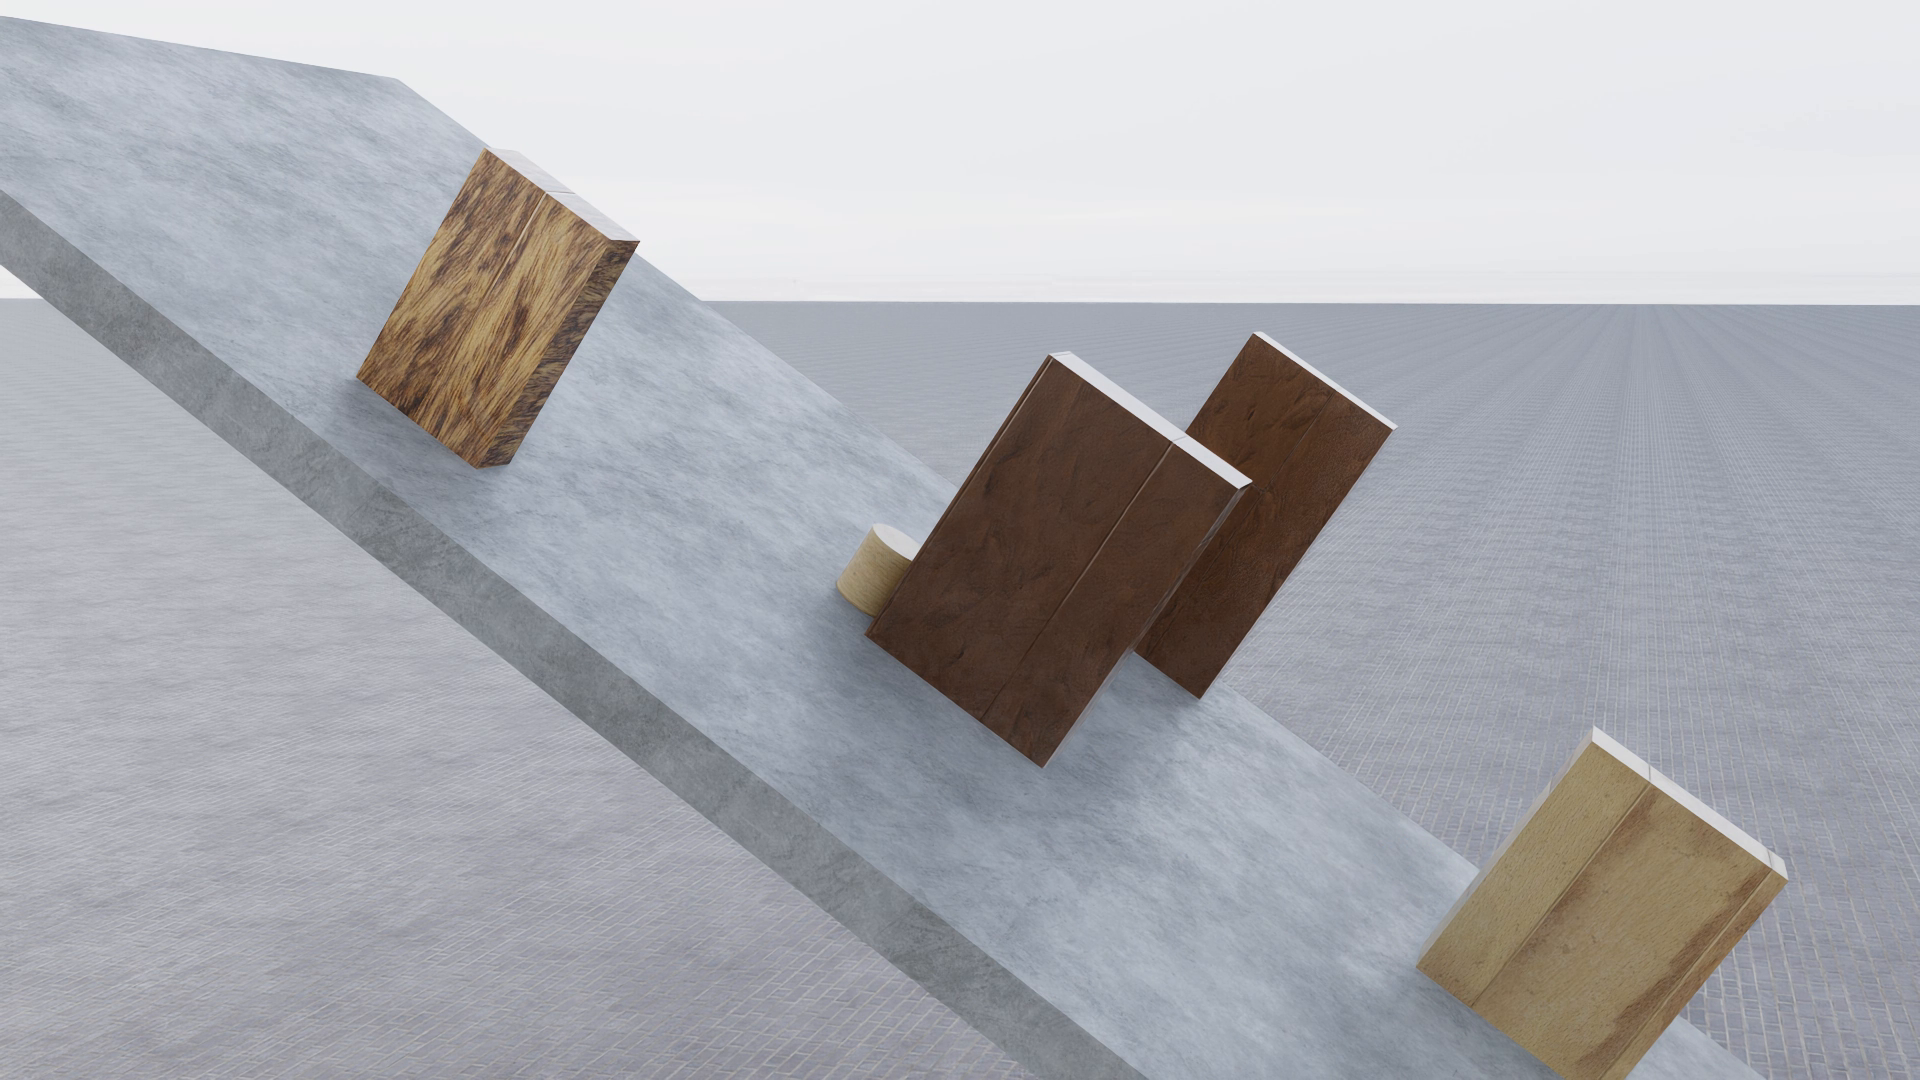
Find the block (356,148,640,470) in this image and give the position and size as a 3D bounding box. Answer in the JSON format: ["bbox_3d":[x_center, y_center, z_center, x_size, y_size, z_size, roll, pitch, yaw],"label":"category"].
[{"bbox_3d":[-0.739,-0.368,3.511,0.258,0.435,0.106,36,15,10],"label":"block"}]

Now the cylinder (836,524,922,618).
[{"bbox_3d":[-0.137,0.060,4.007,0.129,0.129,0.129,31,15,-10],"label":"cylinder"}]

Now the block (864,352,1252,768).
[{"bbox_3d":[0.167,0.033,3.818,0.392,0.597,0.141,36,15,10],"label":"block"}]

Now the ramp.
[{"bbox_3d":[-0.112,0.192,4.092,4.000,0.100,2.000,36,15,10],"label":"ramp"}]

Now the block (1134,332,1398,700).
[{"bbox_3d":[0.578,-0.051,4.702,0.353,0.708,0.103,36,15,10],"label":"block"}]

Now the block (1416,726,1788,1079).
[{"bbox_3d":[1.154,0.677,3.980,0.404,0.530,0.142,36,15,10],"label":"block"}]
